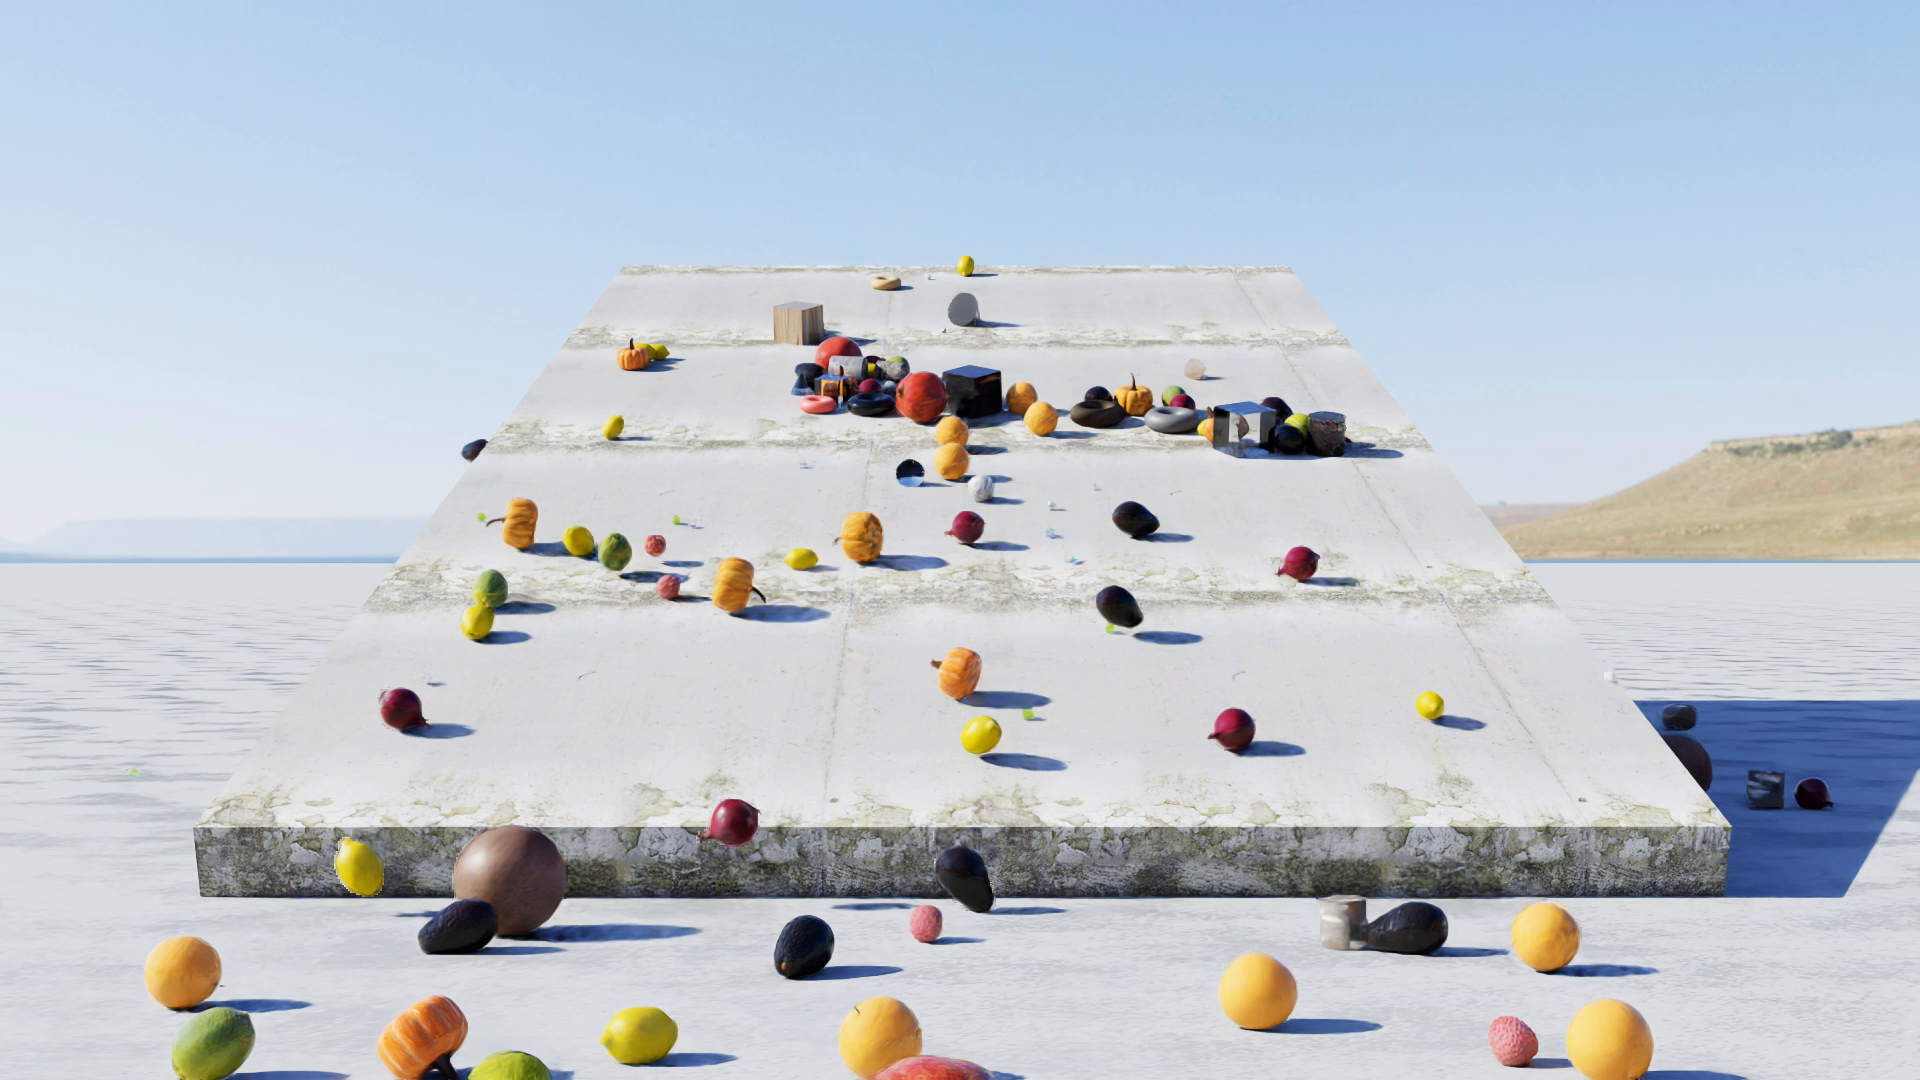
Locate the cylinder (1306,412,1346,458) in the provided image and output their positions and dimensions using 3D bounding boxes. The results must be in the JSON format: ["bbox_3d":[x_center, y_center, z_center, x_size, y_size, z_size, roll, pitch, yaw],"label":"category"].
[{"bbox_3d":[0.765,-0.221,4.656,0.078,0.078,0.078,0,17,0],"label":"cylinder"}]

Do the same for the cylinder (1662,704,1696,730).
[{"bbox_3d":[1.858,0.459,5.759,0.062,0.062,0.062,0,-1,-20],"label":"cylinder"}]

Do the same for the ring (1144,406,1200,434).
[{"bbox_3d":[0.461,-0.262,4.851,0.120,0.040,0.120,1,17,0],"label":"ring"}]

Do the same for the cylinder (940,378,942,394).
[{"bbox_3d":[0.005,-0.353,5.081,0.074,0.074,0.074,0,13,42],"label":"cylinder"}]

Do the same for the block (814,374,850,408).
[{"bbox_3d":[-0.289,-0.339,5.058,0.061,0.061,0.061,8,19,23],"label":"block"}]

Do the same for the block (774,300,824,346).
[{"bbox_3d":[-0.412,-0.554,5.690,0.090,0.090,0.090,11,21,32],"label":"block"}]

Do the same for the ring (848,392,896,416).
[{"bbox_3d":[-0.199,-0.303,4.986,0.109,0.036,0.109,-1,18,0],"label":"ring"}]

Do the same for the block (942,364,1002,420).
[{"bbox_3d":[0.026,-0.331,4.979,0.093,0.093,0.093,14,22,38],"label":"block"}]

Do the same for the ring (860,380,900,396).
[{"bbox_3d":[-0.186,-0.348,5.137,0.092,0.031,0.092,2,16,-1],"label":"ring"}]

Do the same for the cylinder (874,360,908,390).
[{"bbox_3d":[-0.161,-0.385,5.197,0.064,0.064,0.064,5,1,16],"label":"cylinder"}]

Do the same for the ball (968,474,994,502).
[{"bbox_3d":[0.040,-0.100,4.314,0.052,0.052,0.052,0,0,0],"label":"ball"}]

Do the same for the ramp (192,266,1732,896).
[{"bbox_3d":[-0.003,-0.180,4.819,2.000,0.100,4.000,0,17,0],"label":"ramp"}]

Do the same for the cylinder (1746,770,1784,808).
[{"bbox_3d":[1.431,0.442,3.959,0.062,0.062,0.062,4,-4,0],"label":"cylinder"}]

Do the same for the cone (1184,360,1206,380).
[{"bbox_3d":[0.564,-0.401,5.319,0.051,0.051,0.051,0,-10,15],"label":"cone"}]

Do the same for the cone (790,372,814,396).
[{"bbox_3d":[-0.366,-0.366,5.153,0.055,0.055,0.055,0,17,0],"label":"cone"}]

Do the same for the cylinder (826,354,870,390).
[{"bbox_3d":[-0.260,-0.389,5.187,0.078,0.078,0.078,-11,-4,16],"label":"cylinder"}]

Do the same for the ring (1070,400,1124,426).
[{"bbox_3d":[0.302,-0.278,4.901,0.120,0.040,0.120,-1,18,0],"label":"ring"}]

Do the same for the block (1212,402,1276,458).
[{"bbox_3d":[0.594,-0.231,4.665,0.092,0.092,0.092,-9,20,-27],"label":"block"}]

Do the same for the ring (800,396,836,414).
[{"bbox_3d":[-0.319,-0.304,5.001,0.083,0.028,0.083,1,17,0],"label":"ring"}]

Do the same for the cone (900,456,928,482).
[{"bbox_3d":[-0.099,-0.127,4.441,0.057,0.057,0.057,0,-30,-15],"label":"cone"}]

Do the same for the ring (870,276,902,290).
[{"bbox_3d":[-0.212,-0.735,6.369,0.089,0.030,0.089,0,19,0],"label":"ring"}]

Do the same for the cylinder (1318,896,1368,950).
[{"bbox_3d":[0.439,0.437,2.550,0.053,0.053,0.053,-3,-1,0],"label":"cylinder"}]
